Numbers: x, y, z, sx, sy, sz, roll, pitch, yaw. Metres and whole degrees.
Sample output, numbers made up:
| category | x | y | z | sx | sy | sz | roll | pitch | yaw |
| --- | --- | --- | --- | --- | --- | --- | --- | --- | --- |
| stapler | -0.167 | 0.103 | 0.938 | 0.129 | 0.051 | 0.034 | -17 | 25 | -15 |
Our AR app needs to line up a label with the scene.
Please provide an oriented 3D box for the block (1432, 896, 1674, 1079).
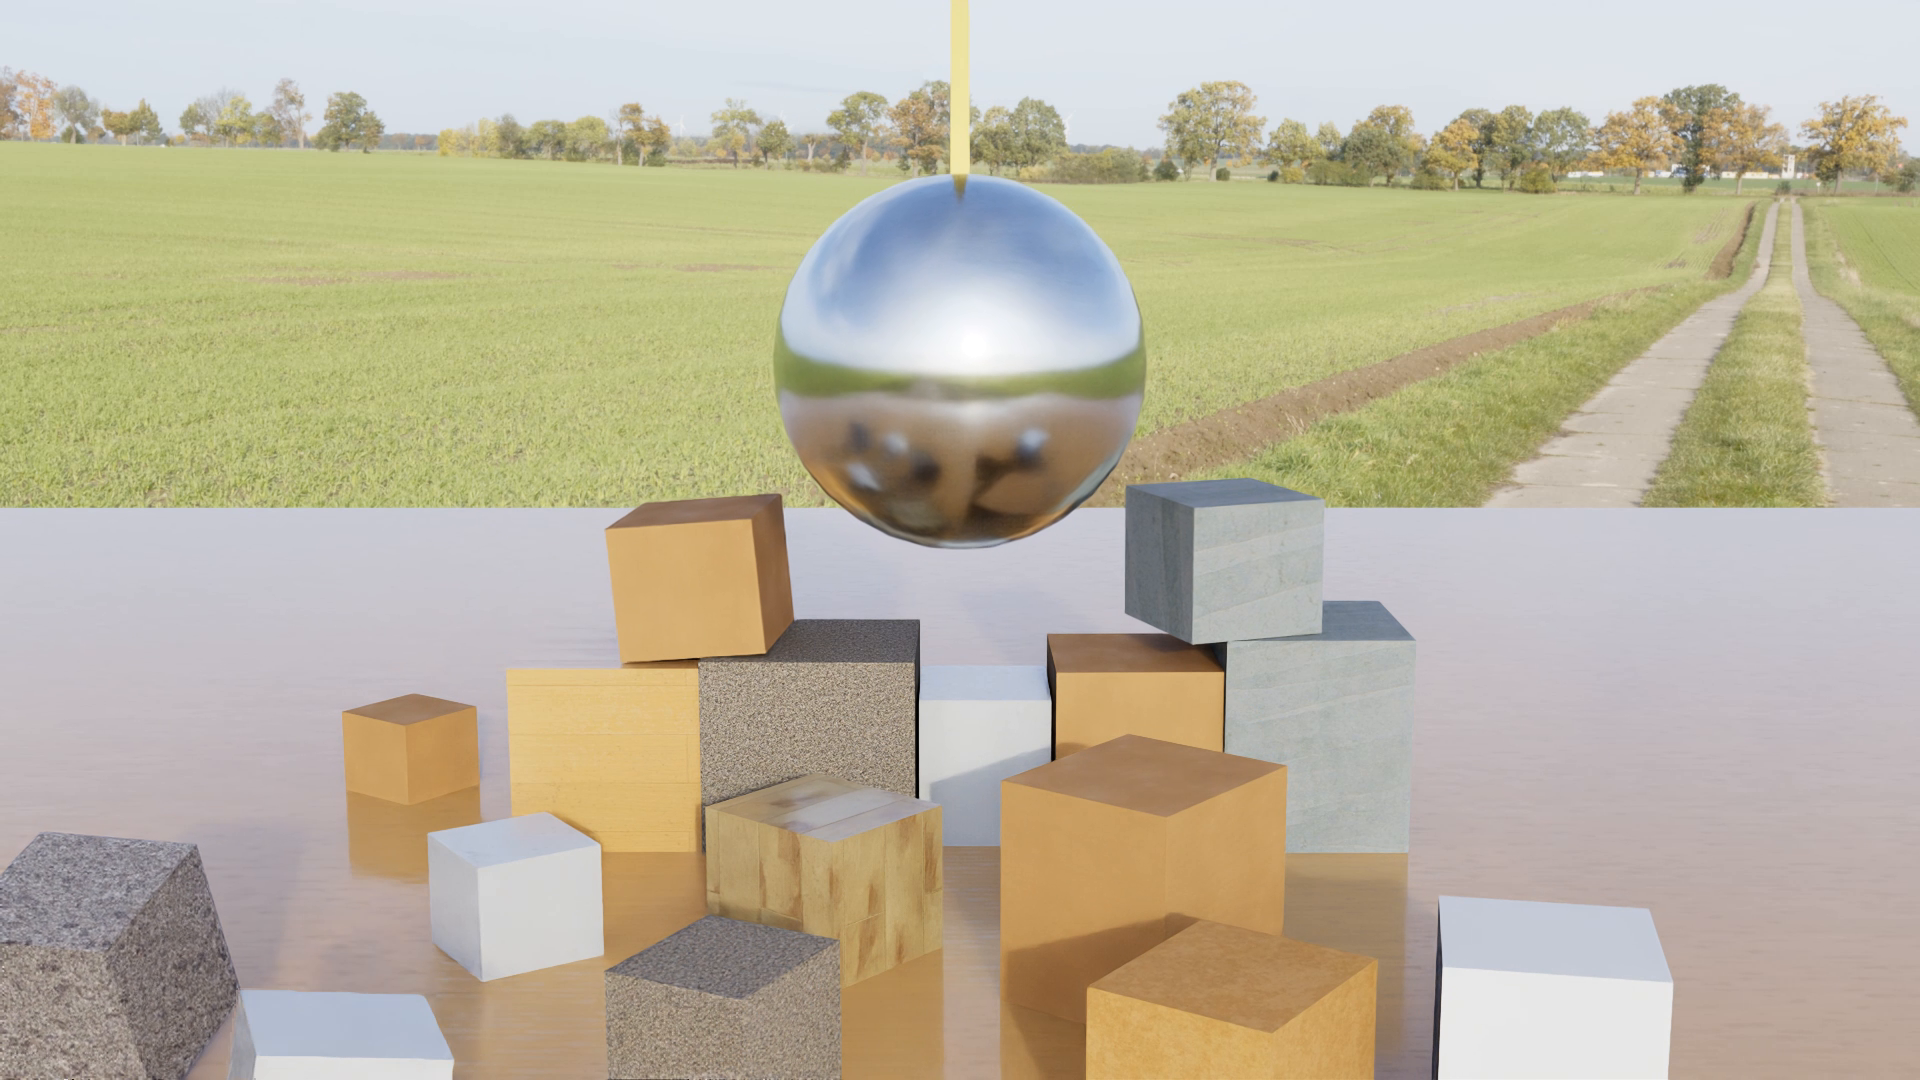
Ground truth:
| category | x | y | z | sx | sy | sz | roll | pitch | yaw |
| --- | --- | --- | --- | --- | --- | --- | --- | --- | --- |
| block | 2.059 | 1.761 | 7.745 | 0.744 | 0.764 | 0.726 | 2 | 10 | 11 |

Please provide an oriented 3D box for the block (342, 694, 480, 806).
| category | x | y | z | sx | sy | sz | roll | pitch | yaw |
| --- | --- | --- | --- | --- | --- | --- | --- | --- | --- |
| block | -3.010 | 1.140 | 12.063 | 0.514 | 0.440 | 0.502 | 7 | 13 | 35 |

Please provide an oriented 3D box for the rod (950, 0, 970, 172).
| category | x | y | z | sx | sy | sz | roll | pitch | yaw |
| --- | --- | --- | --- | --- | --- | --- | --- | --- | --- |
| rod | 0.000 | -4.141 | 9.710 | 0.080 | 5.200 | 0.080 | 0 | -5 | 0 |

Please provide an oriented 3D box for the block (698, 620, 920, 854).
| category | x | y | z | sx | sy | sz | roll | pitch | yaw |
| --- | --- | --- | --- | --- | --- | --- | --- | --- | --- |
| block | -0.748 | 0.995 | 11.349 | 1.061 | 0.982 | 0.994 | 0 | 10 | 1 |

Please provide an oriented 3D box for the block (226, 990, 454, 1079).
| category | x | y | z | sx | sy | sz | roll | pitch | yaw |
| --- | --- | --- | --- | --- | --- | --- | --- | --- | --- |
| block | -2.082 | 1.882 | 7.295 | 0.619 | 0.580 | 0.592 | 7 | 7 | -24 |

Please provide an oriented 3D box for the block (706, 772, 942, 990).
| category | x | y | z | sx | sy | sz | roll | pitch | yaw |
| --- | --- | --- | --- | --- | --- | --- | --- | --- | --- |
| block | -0.591 | 1.477 | 9.623 | 0.764 | 0.651 | 0.690 | 9 | 13 | 40 |

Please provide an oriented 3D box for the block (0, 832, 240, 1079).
| category | x | y | z | sx | sy | sz | roll | pitch | yaw |
| --- | --- | --- | --- | --- | --- | --- | --- | --- | --- |
| block | -3.220 | 1.601 | 8.219 | 0.661 | 0.742 | 0.629 | 2 | 30 | 13 |

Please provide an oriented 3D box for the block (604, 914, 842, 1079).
| category | x | y | z | sx | sy | sz | roll | pitch | yaw |
| --- | --- | --- | --- | --- | --- | --- | --- | --- | --- |
| block | -0.845 | 1.796 | 7.942 | 0.576 | 0.624 | 0.649 | 5 | 12 | 27 |

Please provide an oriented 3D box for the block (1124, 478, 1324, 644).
| category | x | y | z | sx | sy | sz | roll | pitch | yaw |
| --- | --- | --- | --- | --- | --- | --- | --- | --- | --- |
| block | 1.324 | 0.090 | 11.113 | 0.713 | 0.672 | 0.793 | -4 | 11 | -20 |

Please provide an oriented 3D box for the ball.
| category | x | y | z | sx | sy | sz | roll | pitch | yaw |
| --- | --- | --- | --- | --- | --- | --- | --- | --- | --- |
| ball | 0.000 | -0.757 | 9.388 | 1.600 | 1.600 | 1.600 | 0 | 10 | 0 |

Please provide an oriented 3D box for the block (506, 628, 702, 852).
| category | x | y | z | sx | sy | sz | roll | pitch | yaw |
| --- | --- | --- | --- | --- | --- | --- | --- | --- | --- |
| block | -1.759 | 1.014 | 11.361 | 0.949 | 0.939 | 0.917 | 0 | 10 | 0 |

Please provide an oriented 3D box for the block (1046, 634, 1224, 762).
| category | x | y | z | sx | sy | sz | roll | pitch | yaw |
| --- | --- | --- | --- | --- | --- | --- | --- | --- | --- |
| block | 0.885 | 1.026 | 11.367 | 0.831 | 0.915 | 0.877 | 0 | 10 | -1 |

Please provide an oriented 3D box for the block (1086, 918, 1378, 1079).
| category | x | y | z | sx | sy | sz | roll | pitch | yaw |
| --- | --- | --- | --- | --- | --- | --- | --- | --- | --- |
| block | 0.949 | 1.824 | 7.651 | 0.698 | 0.674 | 0.808 | 7 | 13 | 34 |

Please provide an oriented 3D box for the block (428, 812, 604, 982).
| category | x | y | z | sx | sy | sz | roll | pitch | yaw |
| --- | --- | --- | --- | --- | --- | --- | --- | --- | --- |
| block | -1.948 | 1.550 | 9.633 | 0.562 | 0.503 | 0.572 | -7 | 12 | -34 |

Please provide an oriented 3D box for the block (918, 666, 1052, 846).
| category | x | y | z | sx | sy | sz | roll | pitch | yaw |
| --- | --- | --- | --- | --- | --- | --- | --- | --- | --- |
| block | 0.125 | 1.105 | 11.377 | 0.659 | 0.756 | 0.741 | 0 | 10 | 0 |

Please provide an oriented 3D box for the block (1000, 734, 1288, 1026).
| category | x | y | z | sx | sy | sz | roll | pitch | yaw |
| --- | --- | --- | --- | --- | --- | --- | --- | --- | --- |
| block | 0.765 | 1.420 | 9.125 | 0.800 | 0.941 | 0.914 | 8 | 13 | 38 |

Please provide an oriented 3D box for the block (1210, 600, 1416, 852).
| category | x | y | z | sx | sy | sz | roll | pitch | yaw |
| --- | --- | --- | --- | --- | --- | --- | --- | --- | --- |
| block | 1.772 | 0.943 | 11.350 | 0.928 | 1.085 | 0.957 | 0 | 10 | 0 |

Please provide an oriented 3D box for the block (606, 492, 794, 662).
| category | x | y | z | sx | sy | sz | roll | pitch | yaw |
| --- | --- | --- | --- | --- | --- | --- | --- | --- | --- |
| block | -1.308 | 0.182 | 11.195 | 0.736 | 0.675 | 0.767 | -4 | 10 | 7 |
